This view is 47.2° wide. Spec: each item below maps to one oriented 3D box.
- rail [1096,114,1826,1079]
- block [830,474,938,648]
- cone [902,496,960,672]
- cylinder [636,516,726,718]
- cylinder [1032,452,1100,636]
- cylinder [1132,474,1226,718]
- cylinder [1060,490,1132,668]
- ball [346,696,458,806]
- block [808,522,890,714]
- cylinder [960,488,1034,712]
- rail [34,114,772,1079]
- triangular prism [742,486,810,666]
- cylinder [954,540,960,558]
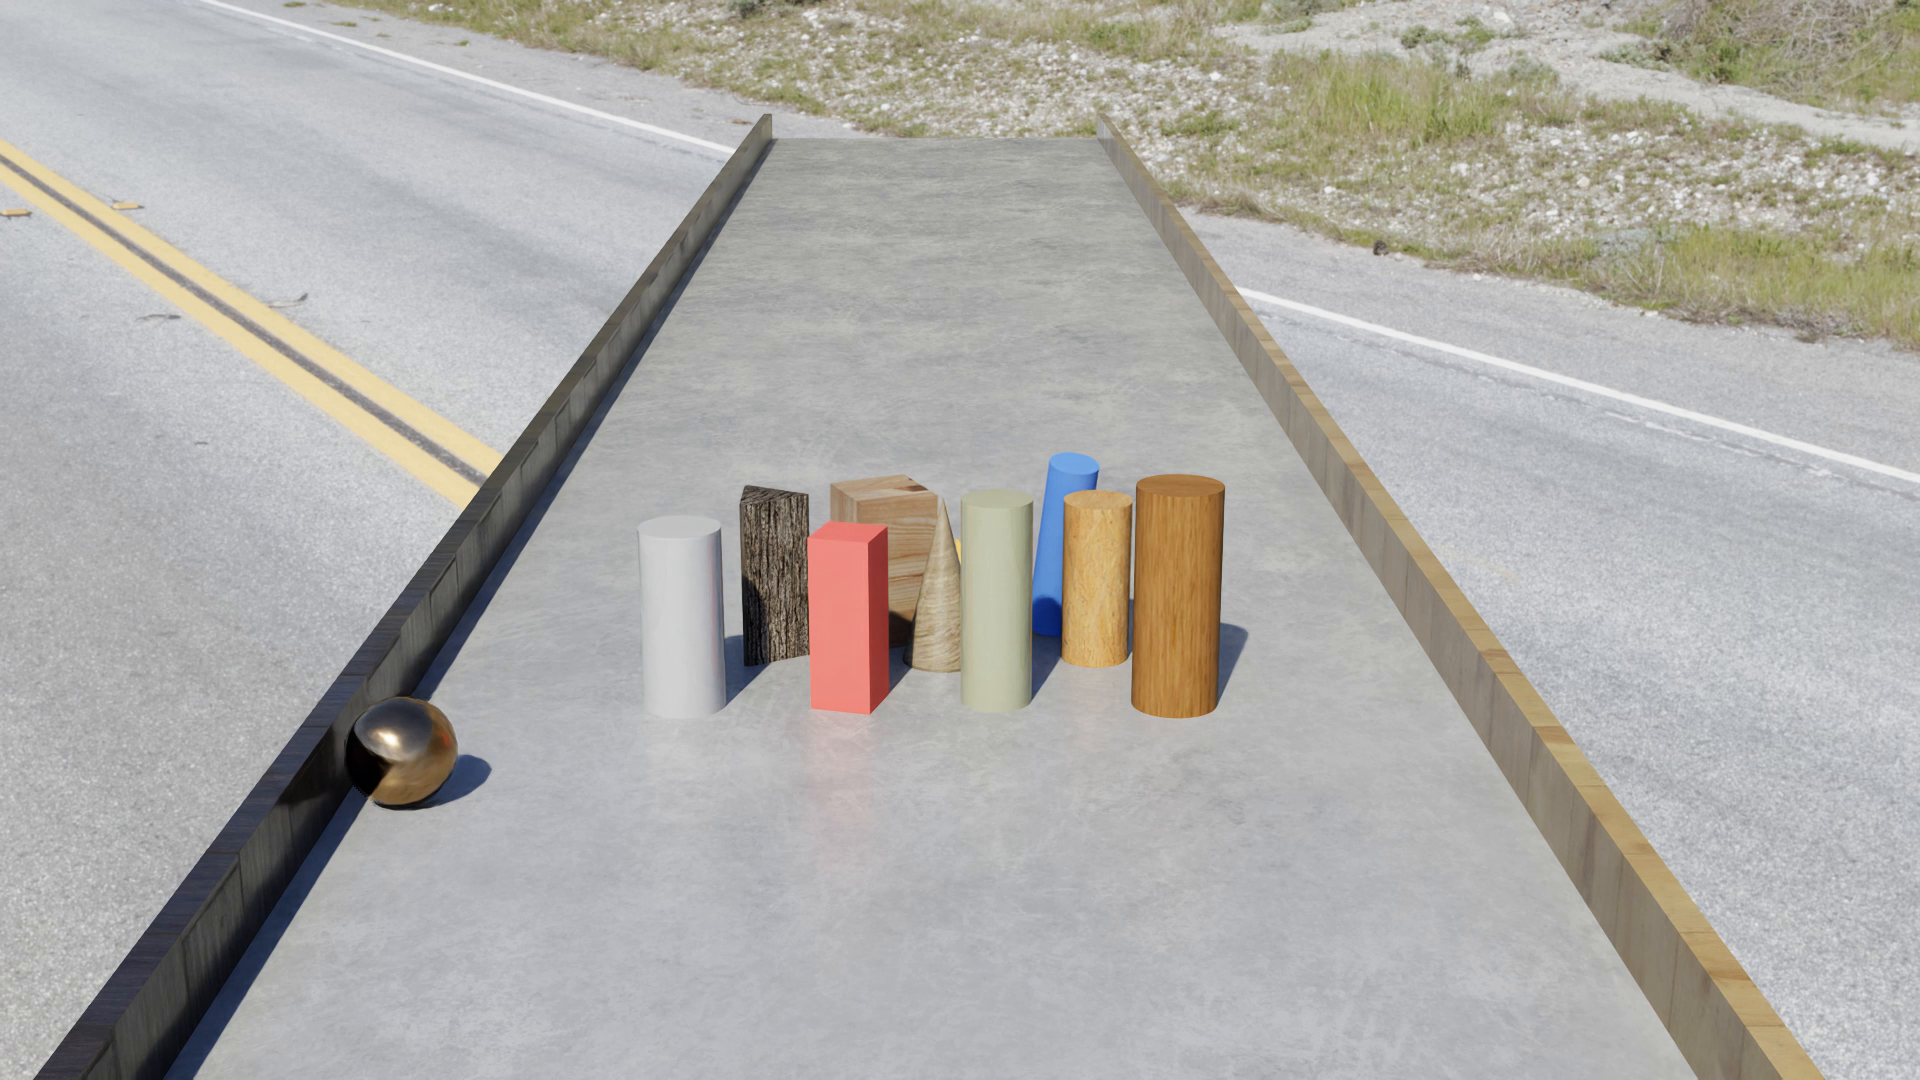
[{"bbox_3d":[0.932,-0.844,7.801,0.050,0.150,12.000,0,17,-1],"label":"rail"},{"bbox_3d":[-0.157,0.046,4.514,0.165,0.314,0.165,-8,20,-25],"label":"block"},{"bbox_3d":[-0.033,0.077,4.374,0.165,0.339,0.165,0,17,0],"label":"cone"},{"bbox_3d":[-0.521,0.144,4.128,0.155,0.351,0.155,0,17,0],"label":"cylinder"},{"bbox_3d":[0.210,0.011,4.507,0.101,0.375,0.101,5,27,-3],"label":"cylinder"},{"bbox_3d":[0.407,0.105,4.123,0.164,0.429,0.164,0,17,0],"label":"cylinder"},{"bbox_3d":[0.272,0.077,4.387,0.136,0.328,0.136,0,18,0],"label":"cylinder"},{"bbox_3d":[-0.941,0.356,3.708,0.184,0.184,0.184,0,17,0],"label":"ball"},{"bbox_3d":[-0.209,0.146,4.146,0.117,0.336,0.117,5,17,16],"label":"block"},{"bbox_3d":[0.069,0.114,4.144,0.136,0.399,0.136,0,17,0],"label":"cylinder"},{"bbox_3d":[-1.118,-0.838,7.780,0.050,0.150,12.000,0,17,-1],"label":"rail"},{"bbox_3d":[-0.396,0.065,4.421,0.149,0.334,0.129,-10,19,-30],"label":"triangular prism"},{"bbox_3d":[-0.158,0.061,4.830,0.436,0.109,0.109,-3,17,-11],"label":"cylinder"}]
